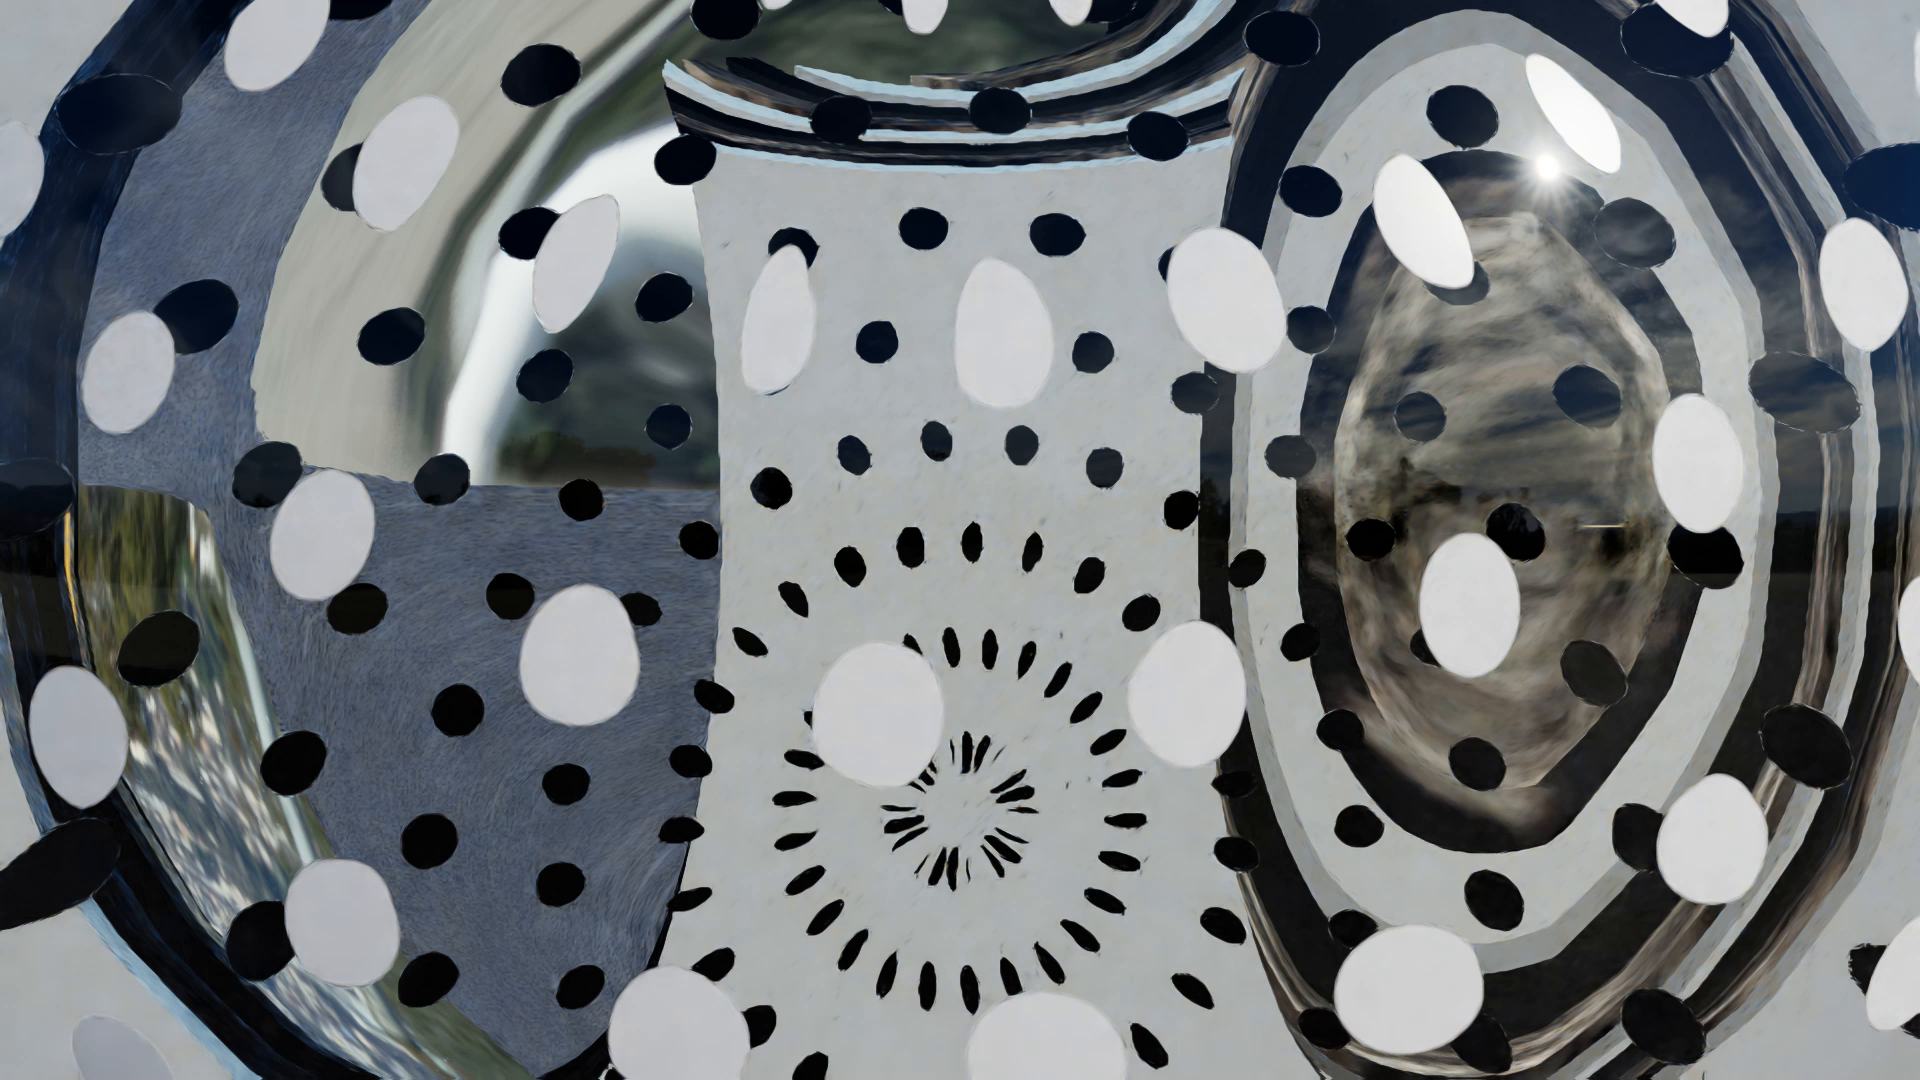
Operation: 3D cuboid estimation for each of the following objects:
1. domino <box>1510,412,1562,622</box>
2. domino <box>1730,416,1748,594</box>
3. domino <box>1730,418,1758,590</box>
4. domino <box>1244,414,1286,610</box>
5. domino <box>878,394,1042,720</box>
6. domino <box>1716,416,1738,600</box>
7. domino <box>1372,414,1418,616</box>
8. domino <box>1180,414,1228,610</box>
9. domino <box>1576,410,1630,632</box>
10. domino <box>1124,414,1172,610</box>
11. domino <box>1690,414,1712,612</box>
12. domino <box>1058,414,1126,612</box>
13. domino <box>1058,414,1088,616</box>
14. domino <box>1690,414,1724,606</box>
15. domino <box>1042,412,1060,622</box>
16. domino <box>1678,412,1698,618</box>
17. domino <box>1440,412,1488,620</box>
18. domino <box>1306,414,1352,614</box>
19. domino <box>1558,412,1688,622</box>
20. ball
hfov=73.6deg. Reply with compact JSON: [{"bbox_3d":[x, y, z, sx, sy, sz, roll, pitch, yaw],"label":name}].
[{"bbox_3d":[0.142,-0.006,0.317,0.010,0.050,0.025,2,5,23],"label":"domino"},{"bbox_3d":[0.213,-0.010,0.373,0.025,0.050,0.009,4,6,41],"label":"domino"},{"bbox_3d":[0.223,-0.011,0.385,0.025,0.050,0.009,4,6,41],"label":"domino"},{"bbox_3d":[0.080,-0.008,0.338,0.010,0.050,0.025,1,4,14],"label":"domino"},{"bbox_3d":[0.000,0.002,0.201,0.025,0.050,0.009,0,4,0],"label":"domino"},{"bbox_3d":[0.202,-0.009,0.360,0.025,0.050,0.010,4,6,41],"label":"domino"},{"bbox_3d":[0.112,-0.007,0.329,0.009,0.050,0.025,2,5,20],"label":"domino"},{"bbox_3d":[0.064,-0.008,0.341,0.009,0.050,0.025,0,4,5],"label":"domino"},{"bbox_3d":[0.151,-0.005,0.302,0.009,0.050,0.025,2,5,26],"label":"domino"},{"bbox_3d":[0.048,-0.008,0.341,0.010,0.050,0.025,0,4,-6],"label":"domino"},{"bbox_3d":[0.180,-0.008,0.336,0.025,0.050,0.010,4,6,41],"label":"domino"},{"bbox_3d":[0.032,-0.008,0.337,0.010,0.050,0.025,-2,5,-25],"label":"domino"},{"bbox_3d":[0.019,-0.007,0.327,0.025,0.050,0.010,4,6,41],"label":"domino"},{"bbox_3d":[0.191,-0.009,0.348,0.025,0.050,0.009,4,6,41],"label":"domino"},{"bbox_3d":[0.011,-0.006,0.313,0.025,0.050,0.009,2,5,25],"label":"domino"},{"bbox_3d":[0.170,-0.007,0.323,0.025,0.050,0.009,4,6,41],"label":"domino"},{"bbox_3d":[0.127,-0.007,0.323,0.009,0.050,0.025,2,5,22],"label":"domino"},{"bbox_3d":[0.096,-0.007,0.334,0.010,0.050,0.025,1,4,17],"label":"domino"},{"bbox_3d":[0.163,-0.006,0.316,0.025,0.050,0.009,4,6,43],"label":"domino"},{"bbox_3d":[0.000,-0.002,0.056,0.080,0.080,0.080,0,4,0],"label":"ball"}]
